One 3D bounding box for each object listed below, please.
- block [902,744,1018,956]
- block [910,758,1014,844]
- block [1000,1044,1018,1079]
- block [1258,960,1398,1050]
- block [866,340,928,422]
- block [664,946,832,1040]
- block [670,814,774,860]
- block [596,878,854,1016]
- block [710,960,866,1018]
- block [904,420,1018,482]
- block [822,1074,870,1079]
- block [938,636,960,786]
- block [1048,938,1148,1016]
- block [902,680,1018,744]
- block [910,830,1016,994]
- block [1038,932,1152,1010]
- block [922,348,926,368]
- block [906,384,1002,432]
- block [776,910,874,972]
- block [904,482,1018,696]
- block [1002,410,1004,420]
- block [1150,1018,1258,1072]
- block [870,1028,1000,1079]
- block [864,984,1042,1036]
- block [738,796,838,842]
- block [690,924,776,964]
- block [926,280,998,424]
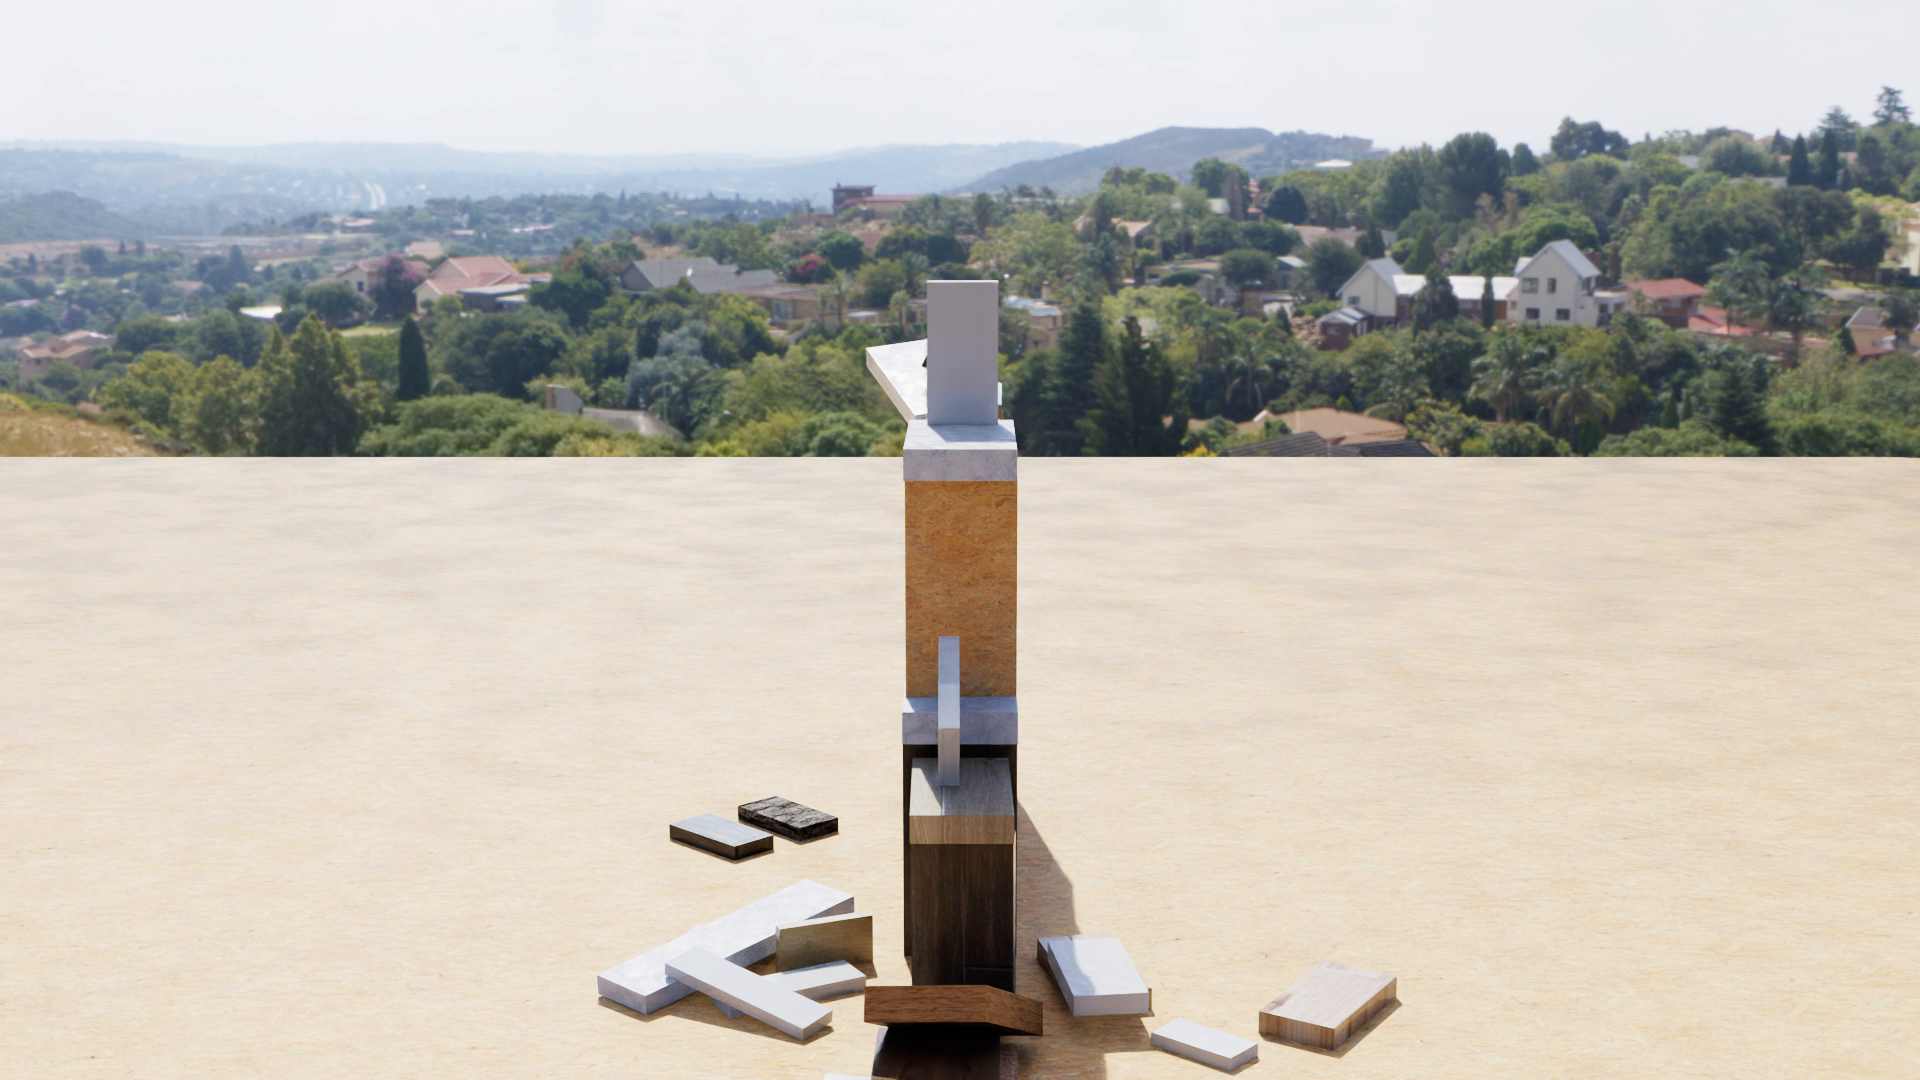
[{"bbox_3d":[0.000,0.466,3.384,0.174,0.347,0.049,0,11,0],"label":"block"},{"bbox_3d":[0.002,0.372,3.157,0.144,0.041,0.287,0,10,0],"label":"block"},{"bbox_3d":[-0.006,0.758,2.640,0.160,0.045,0.648,0,11,0],"label":"block"},{"bbox_3d":[0.531,0.667,3.163,0.114,0.032,0.229,7,12,32],"label":"block"},{"bbox_3d":[-0.066,-0.279,3.947,0.126,0.036,0.295,-10,31,-16],"label":"block"},{"bbox_3d":[-0.306,0.651,3.167,0.260,0.019,0.067,17,23,32],"label":"block"},{"bbox_3d":[-0.426,0.529,3.926,0.181,0.026,0.090,10,15,43],"label":"block"},{"bbox_3d":[-0.349,0.614,3.350,0.107,0.030,0.432,12,20,40],"label":"block"},{"bbox_3d":[-0.252,0.660,3.236,0.218,0.021,0.075,-6,12,-29],"label":"block"},{"bbox_3d":[0.001,-0.143,3.446,0.170,0.048,0.340,0,11,0],"label":"block"},{"bbox_3d":[-0.159,0.732,2.855,0.067,0.019,0.133,2,11,12],"label":"block"},{"bbox_3d":[-0.016,0.248,3.207,0.030,0.107,0.214,0,35,0],"label":"block"},{"bbox_3d":[0.198,0.631,3.185,0.107,0.030,0.214,-1,11,-7],"label":"block"},{"bbox_3d":[0.000,0.250,3.461,0.174,0.049,0.347,0,11,0],"label":"block"},{"bbox_3d":[0.005,0.549,3.099,0.144,0.287,0.041,1,12,6],"label":"block"},{"bbox_3d":[0.198,0.645,3.282,0.114,0.032,0.229,-2,11,-12],"label":"block"},{"bbox_3d":[0.000,-0.334,3.990,0.126,0.036,0.251,26,18,-6],"label":"block"},{"bbox_3d":[-0.008,-0.248,4.087,0.171,0.048,0.341,0,11,1],"label":"block"},{"bbox_3d":[-0.206,0.613,3.341,0.149,0.075,0.021,-5,11,-23],"label":"block"},{"bbox_3d":[0.002,0.069,3.369,0.170,0.340,0.048,0,11,0],"label":"block"},{"bbox_3d":[-0.003,0.111,4.268,0.171,0.723,0.048,0,11,0],"label":"block"},{"bbox_3d":[0.338,0.697,3.041,0.133,0.019,0.067,9,14,41],"label":"block"},{"bbox_3d":[-0.031,0.693,2.740,0.160,0.045,0.320,0,11,1],"label":"block"},{"bbox_3d":[-0.003,0.628,2.928,0.160,0.045,0.320,-4,-16,15],"label":"block"},{"bbox_3d":[-0.316,0.510,4.030,0.090,0.026,0.181,-10,14,-42],"label":"block"},{"bbox_3d":[-0.353,0.627,3.414,0.149,0.021,0.075,3,11,17],"label":"block"},{"bbox_3d":[0.004,-0.302,3.543,0.114,0.229,0.032,0,9,0],"label":"block"}]
